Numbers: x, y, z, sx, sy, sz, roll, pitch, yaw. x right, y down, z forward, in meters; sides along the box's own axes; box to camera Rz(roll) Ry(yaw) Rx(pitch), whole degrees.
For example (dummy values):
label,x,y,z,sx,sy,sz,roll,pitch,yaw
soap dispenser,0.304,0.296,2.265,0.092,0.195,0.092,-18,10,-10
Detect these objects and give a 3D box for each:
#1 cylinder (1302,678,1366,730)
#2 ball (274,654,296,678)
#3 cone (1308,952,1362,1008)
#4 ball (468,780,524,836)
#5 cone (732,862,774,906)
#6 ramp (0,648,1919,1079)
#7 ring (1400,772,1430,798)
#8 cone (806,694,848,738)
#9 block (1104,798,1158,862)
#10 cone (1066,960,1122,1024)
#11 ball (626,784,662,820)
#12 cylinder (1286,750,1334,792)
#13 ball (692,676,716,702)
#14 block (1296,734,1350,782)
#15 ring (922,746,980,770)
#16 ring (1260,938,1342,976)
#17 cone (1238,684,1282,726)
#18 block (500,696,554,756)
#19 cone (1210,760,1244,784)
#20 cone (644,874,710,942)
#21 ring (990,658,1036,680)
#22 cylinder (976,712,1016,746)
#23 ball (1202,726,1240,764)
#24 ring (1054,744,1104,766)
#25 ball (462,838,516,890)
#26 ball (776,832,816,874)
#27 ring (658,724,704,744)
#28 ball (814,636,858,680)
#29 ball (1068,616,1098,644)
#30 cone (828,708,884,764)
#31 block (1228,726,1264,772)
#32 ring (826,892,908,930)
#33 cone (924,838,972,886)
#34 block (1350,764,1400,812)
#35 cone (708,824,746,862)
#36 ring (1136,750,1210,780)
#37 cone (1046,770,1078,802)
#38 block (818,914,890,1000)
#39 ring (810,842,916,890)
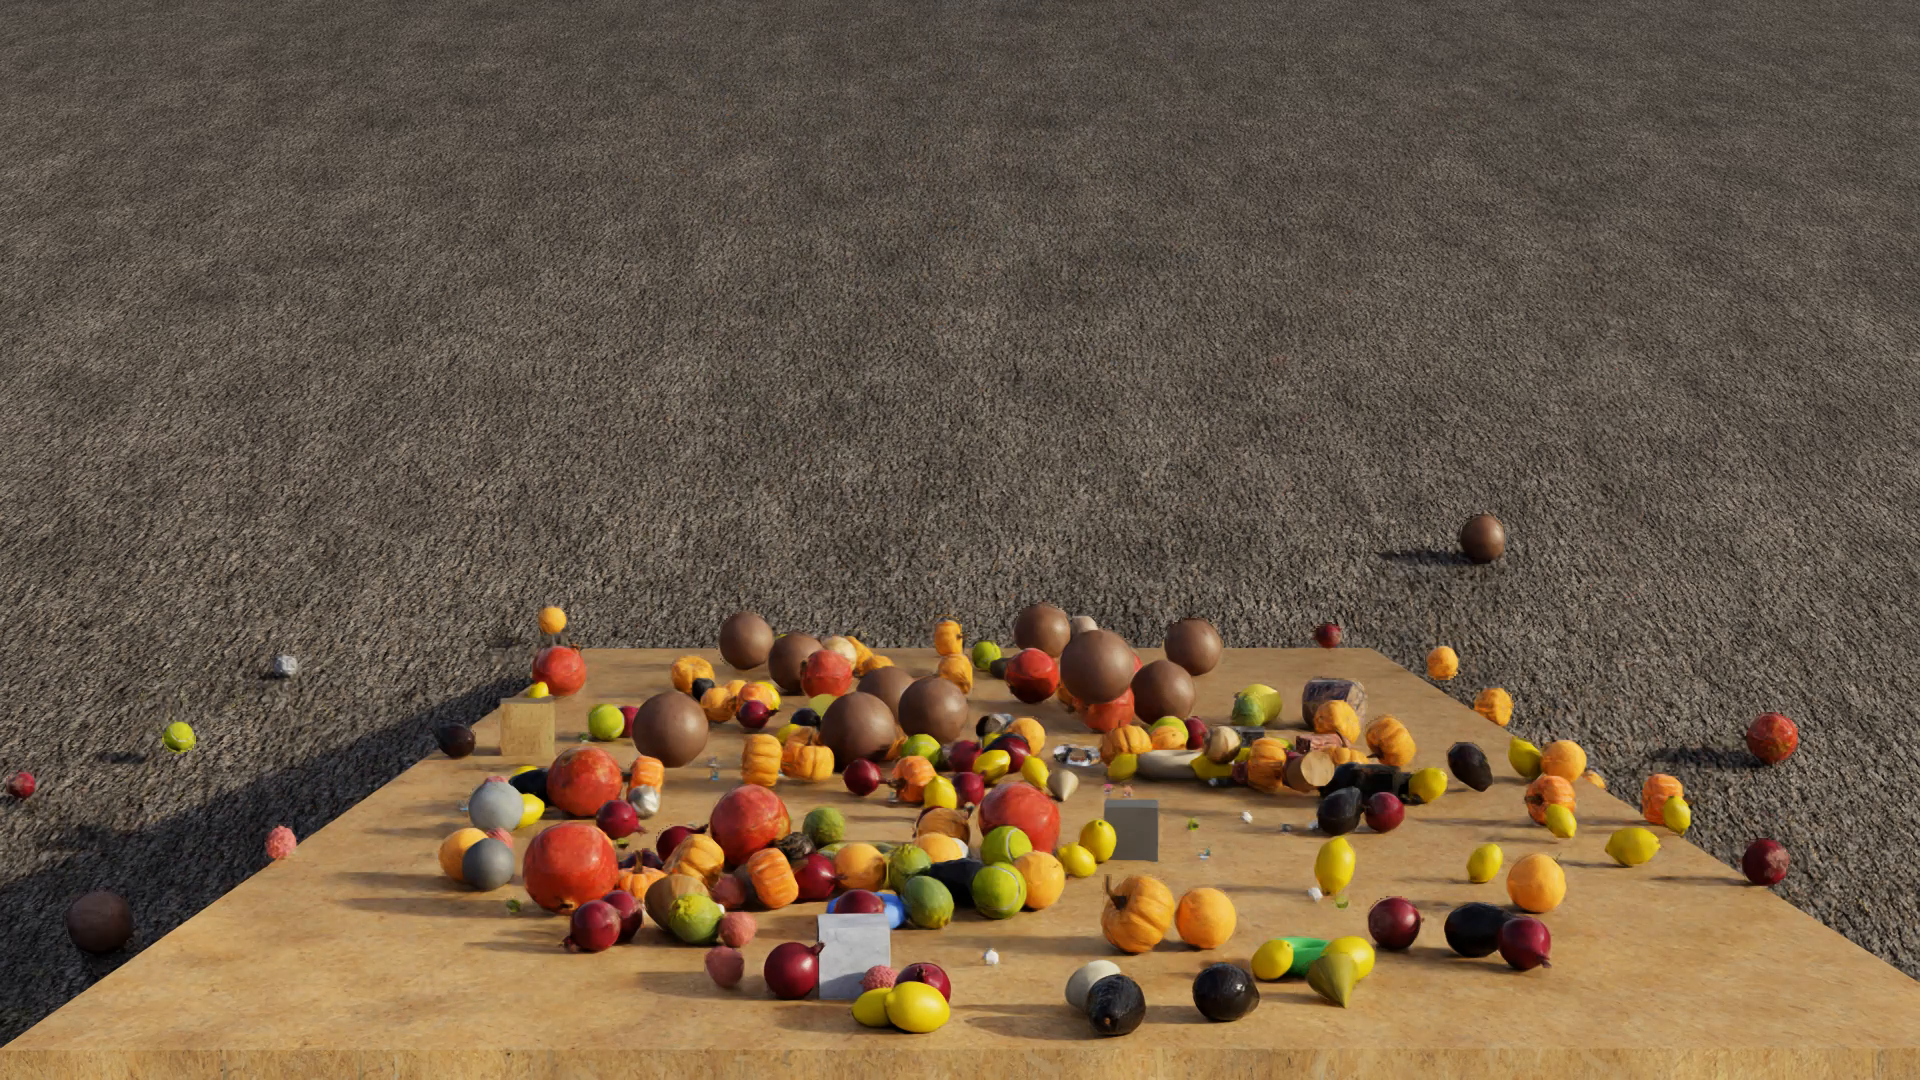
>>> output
label,x,y,z,sx,sy,sz,roll,pitch,yaw
cylinder,0.722,0.317,4.959,0.093,0.093,0.093,2,18,34
ball,-1.730,0.324,6.584,0.059,0.059,0.059,0,21,0
cone,0.402,0.478,2.724,0.057,0.057,0.057,-1,39,-1
ball,-0.678,0.393,3.757,0.080,0.080,0.080,0,21,0
cone,-0.264,0.448,3.261,0.056,0.056,0.056,0,30,0
ramp,0.048,0.439,4.532,2.000,0.100,4.000,0,3,0
ring,0.702,0.394,4.129,0.103,0.034,0.103,1,2,0
cone,-0.259,0.350,4.869,0.085,0.085,0.085,4,30,9
block,0.240,0.405,3.591,0.074,0.074,0.074,0,3,5
cone,0.150,0.480,2.659,0.064,0.064,0.064,-8,32,-19
ball,-0.481,0.398,3.904,0.052,0.052,0.052,0,21,0
cylinder,0.533,0.352,3.910,0.055,0.055,0.055,-7,-12,-18
ball,-0.537,0.313,5.382,0.052,0.052,0.052,0,21,0
block,0.608,0.366,4.299,0.071,0.071,0.071,-1,3,-10
ring,-0.016,0.377,4.442,0.104,0.035,0.104,-1,3,0
ring,0.383,0.467,2.879,0.094,0.031,0.094,1,2,0
cone,0.579,0.342,5.000,0.088,0.088,0.088,4,31,11
block,-0.780,0.336,4.634,0.094,0.094,0.094,-1,3,-10
cone,0.445,0.374,4.283,0.056,0.056,0.056,0,3,0
cone,-0.336,0.454,3.058,0.080,0.080,0.080,-2,30,-6
ring,0.120,0.293,5.852,0.106,0.035,0.106,3,7,0
cylinder,0.068,0.349,4.746,0.055,0.055,0.055,13,9,30
ball,0.428,0.336,4.211,0.063,0.063,0.063,0,21,0
ring,0.207,0.376,4.493,0.088,0.029,0.088,3,1,0
ball,-0.614,0.422,3.347,0.068,0.068,0.068,0,21,0
ball,-0.220,0.422,3.460,0.055,0.055,0.055,0,21,0
ring,-0.514,0.358,4.740,0.090,0.030,0.090,-10,-2,0
ball,-0.281,0.267,5.818,0.097,0.097,0.097,0,21,0
ball,0.326,0.237,6.786,0.077,0.077,0.077,0,21,0
cone,-0.186,0.366,4.531,0.099,0.099,0.099,0,30,1
block,0.488,0.360,4.417,0.069,0.069,0.069,0,3,5
ring,-0.112,0.452,3.121,0.102,0.034,0.102,0,4,0
cone,-0.014,0.439,3.402,0.063,0.063,0.063,-1,30,-3
block,0.646,0.386,3.999,0.065,0.065,0.065,1,3,19
cone,-0.313,0.431,3.562,0.056,0.056,0.056,-9,34,-23
ring,0.358,0.379,4.334,0.124,0.041,0.124,-1,2,0
cone,0.164,0.402,4.093,0.051,0.051,0.051,0,30,0
block,-0.115,0.450,2.782,0.076,0.076,0.076,0,3,-4
ring,-0.128,0.430,3.397,0.140,0.047,0.140,1,4,0
